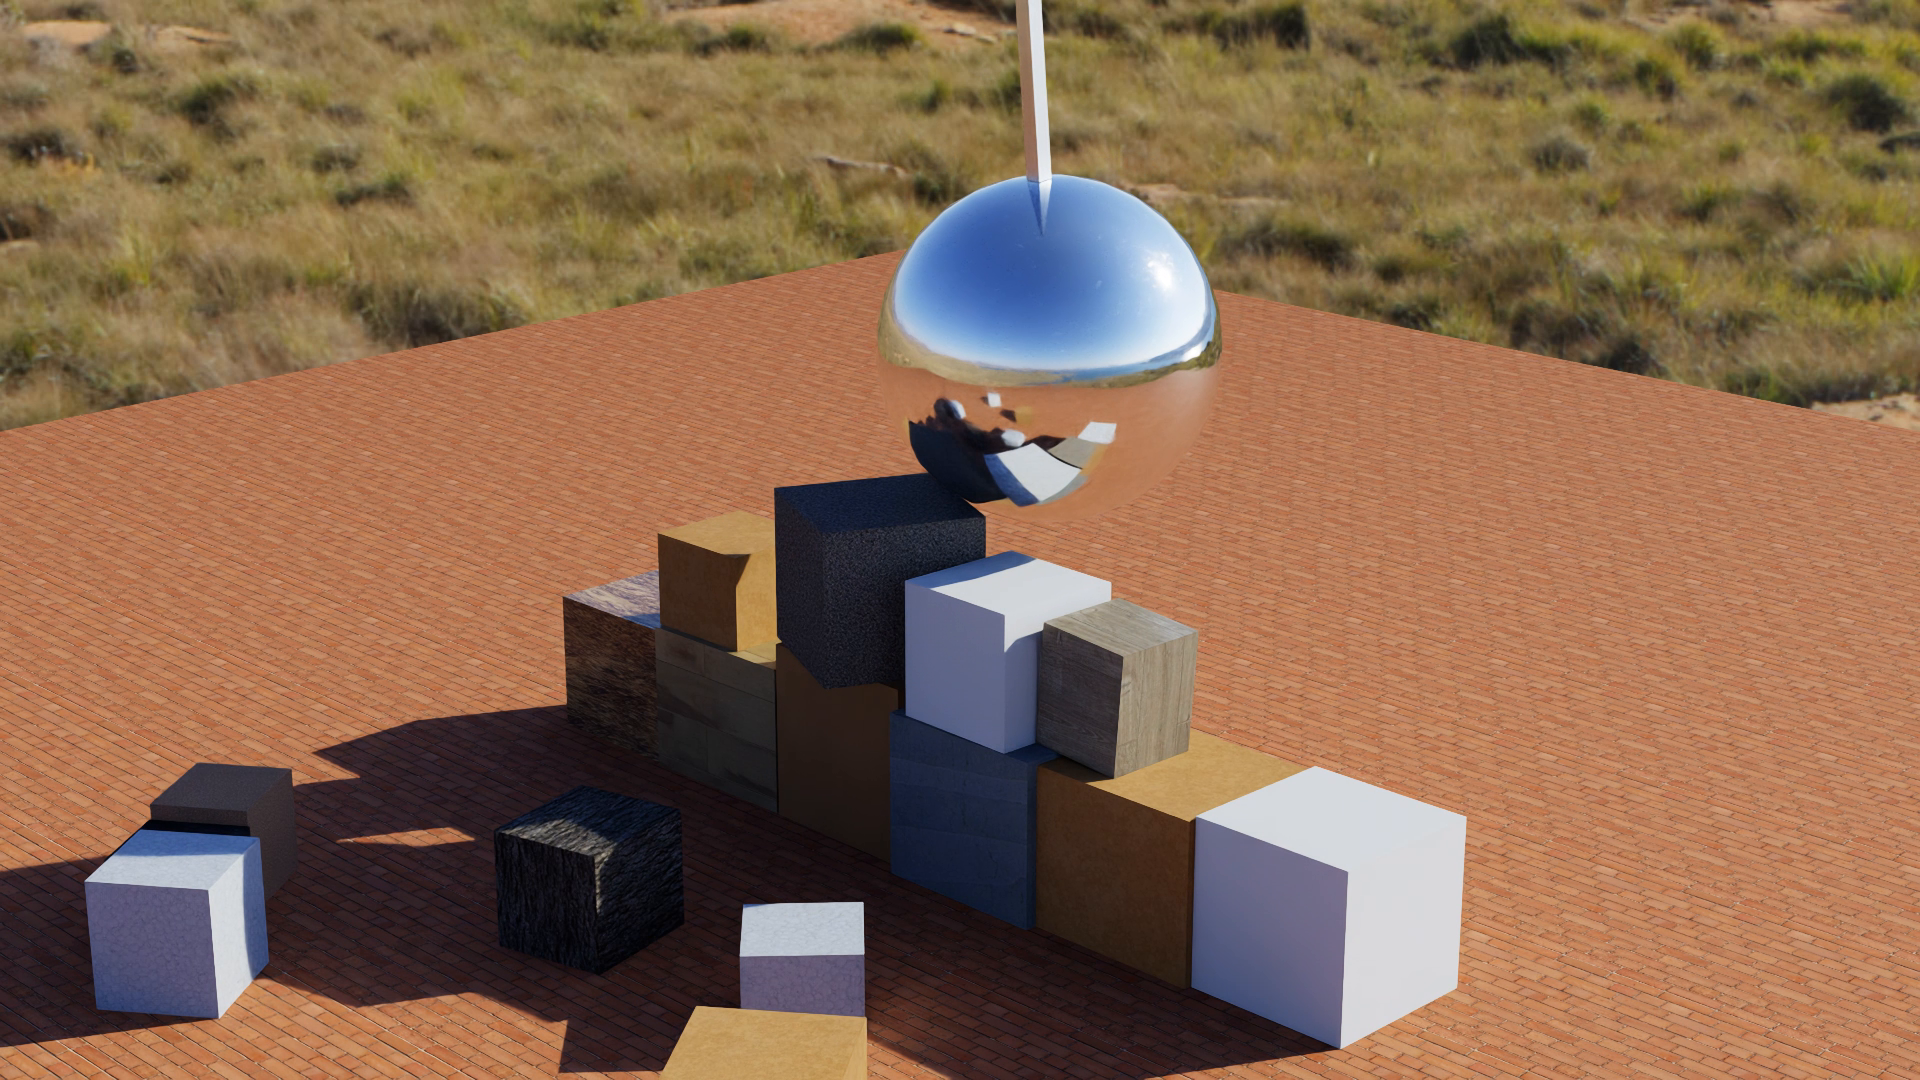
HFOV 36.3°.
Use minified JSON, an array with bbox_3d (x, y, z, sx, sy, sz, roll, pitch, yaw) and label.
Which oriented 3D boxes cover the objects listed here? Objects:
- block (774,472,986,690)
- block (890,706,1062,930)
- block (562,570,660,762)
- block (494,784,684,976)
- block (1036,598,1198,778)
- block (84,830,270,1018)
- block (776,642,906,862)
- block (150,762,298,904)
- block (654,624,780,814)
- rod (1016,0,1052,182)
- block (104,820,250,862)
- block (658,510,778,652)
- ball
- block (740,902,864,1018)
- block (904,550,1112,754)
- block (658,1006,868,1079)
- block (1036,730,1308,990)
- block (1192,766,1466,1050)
[{"bbox_3d":[-0.377,0.177,13.645,0.775,0.740,0.769,-6,18,-19],"label":"block"},{"bbox_3d":[0.306,1.153,13.361,0.896,0.789,0.868,-16,24,-42],"label":"block"},{"bbox_3d":[-1.543,0.637,15.140,0.656,0.707,0.760,-17,24,-42],"label":"block"},{"bbox_3d":[-1.609,1.470,12.760,0.549,0.545,0.605,10,20,30],"label":"block"},{"bbox_3d":[0.681,0.639,12.760,0.476,0.569,0.475,-16,28,-41],"label":"block"},{"bbox_3d":[-3.271,1.602,12.282,0.535,0.578,0.543,3,18,9],"label":"block"},{"bbox_3d":[-0.305,0.924,13.952,0.748,0.871,0.861,-16,23,-41],"label":"block"},{"bbox_3d":[-3.318,1.342,13.251,0.455,0.494,0.507,3,18,10],"label":"block"},{"bbox_3d":[-0.934,0.794,14.590,0.747,0.736,0.891,-17,24,-42],"label":"block"},{"bbox_3d":[0.178,-4.041,12.258,0.080,5.200,0.080,17,30,42],"label":"rod"},{"bbox_3d":[-3.399,1.519,12.807,0.471,0.423,0.452,3,18,9],"label":"block"},{"bbox_3d":[-1.093,0.195,14.481,0.584,0.473,0.536,17,24,42],"label":"block"},{"bbox_3d":[0.410,-0.882,13.495,1.600,1.600,1.600,0,17,0],"label":"ball"},{"bbox_3d":[-0.642,1.777,12.024,0.498,0.400,0.501,-1,17,-2],"label":"block"},{"bbox_3d":[0.213,0.488,13.094,0.652,0.639,0.641,-16,23,-40],"label":"block"},{"bbox_3d":[-0.707,2.135,10.497,0.636,0.632,0.715,3,18,8],"label":"block"},{"bbox_3d":[0.925,1.349,12.781,0.801,0.763,0.874,-16,24,-42],"label":"block"},{"bbox_3d":[1.533,1.514,12.231,0.787,0.778,0.794,-17,24,-42],"label":"block"}]
